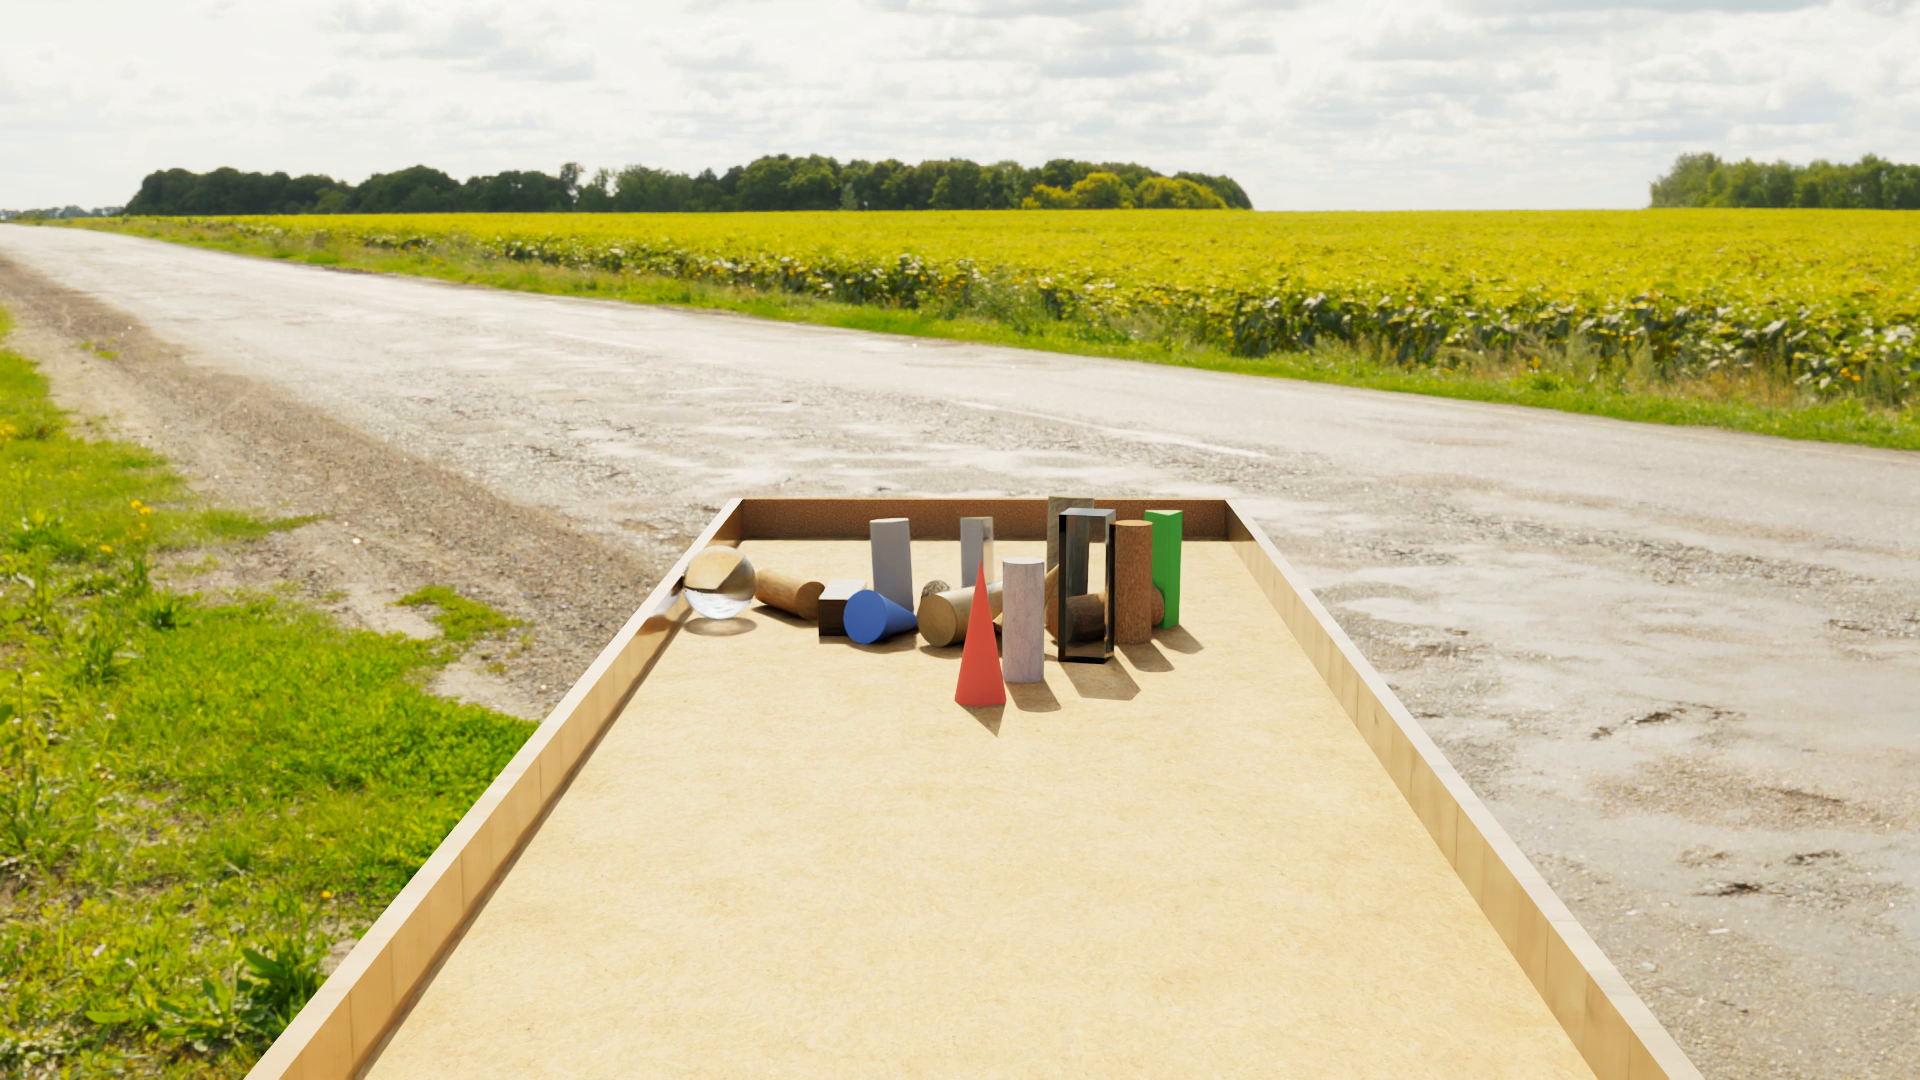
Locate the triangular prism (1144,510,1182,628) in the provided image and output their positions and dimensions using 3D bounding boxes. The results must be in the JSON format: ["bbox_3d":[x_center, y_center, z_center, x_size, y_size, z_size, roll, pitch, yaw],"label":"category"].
[{"bbox_3d":[0.682,0.093,7.219,0.107,0.375,0.124,-5,10,-34],"label":"triangular prism"}]

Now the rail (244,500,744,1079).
[{"bbox_3d":[-1.004,0.839,3.234,0.050,0.150,12.000,0,9,1],"label":"rail"}]

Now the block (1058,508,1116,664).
[{"bbox_3d":[0.386,0.138,6.690,0.143,0.452,0.143,3,9,16],"label":"block"}]

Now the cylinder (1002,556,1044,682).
[{"bbox_3d":[0.185,0.232,6.426,0.123,0.351,0.123,0,9,0],"label":"cylinder"}]

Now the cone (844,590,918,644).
[{"bbox_3d":[-0.196,0.260,7.100,0.172,0.172,0.371,6,-2,35],"label":"cone"}]

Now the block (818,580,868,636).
[{"bbox_3d":[-0.383,0.221,7.232,0.120,0.120,0.358,1,9,4],"label":"block"}]

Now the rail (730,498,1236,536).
[{"bbox_3d":[0.099,-0.098,9.147,2.100,0.150,0.050,0,9,1],"label":"rail"}]

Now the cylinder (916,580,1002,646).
[{"bbox_3d":[0.049,0.231,7.016,0.167,0.167,0.365,8,12,42],"label":"cylinder"}]

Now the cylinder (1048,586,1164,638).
[{"bbox_3d":[0.472,0.232,7.083,0.374,0.144,0.144,-7,11,-37],"label":"cylinder"}]

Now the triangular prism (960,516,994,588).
[{"bbox_3d":[0.076,0.101,7.240,0.093,0.350,0.108,-4,5,-40],"label":"triangular prism"}]

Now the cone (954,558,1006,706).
[{"bbox_3d":[0.058,0.249,6.142,0.148,0.407,0.148,0,9,0],"label":"cone"}]

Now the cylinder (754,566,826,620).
[{"bbox_3d":[-0.576,0.179,7.456,0.131,0.131,0.333,-5,10,-30],"label":"cylinder"}]

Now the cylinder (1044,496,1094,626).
[{"bbox_3d":[0.357,0.068,7.197,0.150,0.420,0.150,2,4,0],"label":"cylinder"}]

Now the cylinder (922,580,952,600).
[{"bbox_3d":[-0.052,0.218,7.302,0.104,0.104,0.394,-1,9,-8],"label":"cylinder"}]

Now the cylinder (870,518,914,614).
[{"bbox_3d":[-0.222,0.106,7.212,0.130,0.344,0.130,-3,6,0],"label":"cylinder"}]

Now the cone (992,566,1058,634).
[{"bbox_3d":[0.250,0.169,6.880,0.134,0.330,0.134,37,-10,8],"label":"cone"}]

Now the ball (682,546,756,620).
[{"bbox_3d":[-0.802,0.141,7.331,0.247,0.247,0.247,0,9,0],"label":"ball"}]

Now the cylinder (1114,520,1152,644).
[{"bbox_3d":[0.546,0.133,6.956,0.120,0.379,0.120,0,9,0],"label":"cylinder"}]

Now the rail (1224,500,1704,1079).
[{"bbox_3d":[1.046,0.843,3.208,0.050,0.150,12.000,0,9,1],"label":"rail"}]
